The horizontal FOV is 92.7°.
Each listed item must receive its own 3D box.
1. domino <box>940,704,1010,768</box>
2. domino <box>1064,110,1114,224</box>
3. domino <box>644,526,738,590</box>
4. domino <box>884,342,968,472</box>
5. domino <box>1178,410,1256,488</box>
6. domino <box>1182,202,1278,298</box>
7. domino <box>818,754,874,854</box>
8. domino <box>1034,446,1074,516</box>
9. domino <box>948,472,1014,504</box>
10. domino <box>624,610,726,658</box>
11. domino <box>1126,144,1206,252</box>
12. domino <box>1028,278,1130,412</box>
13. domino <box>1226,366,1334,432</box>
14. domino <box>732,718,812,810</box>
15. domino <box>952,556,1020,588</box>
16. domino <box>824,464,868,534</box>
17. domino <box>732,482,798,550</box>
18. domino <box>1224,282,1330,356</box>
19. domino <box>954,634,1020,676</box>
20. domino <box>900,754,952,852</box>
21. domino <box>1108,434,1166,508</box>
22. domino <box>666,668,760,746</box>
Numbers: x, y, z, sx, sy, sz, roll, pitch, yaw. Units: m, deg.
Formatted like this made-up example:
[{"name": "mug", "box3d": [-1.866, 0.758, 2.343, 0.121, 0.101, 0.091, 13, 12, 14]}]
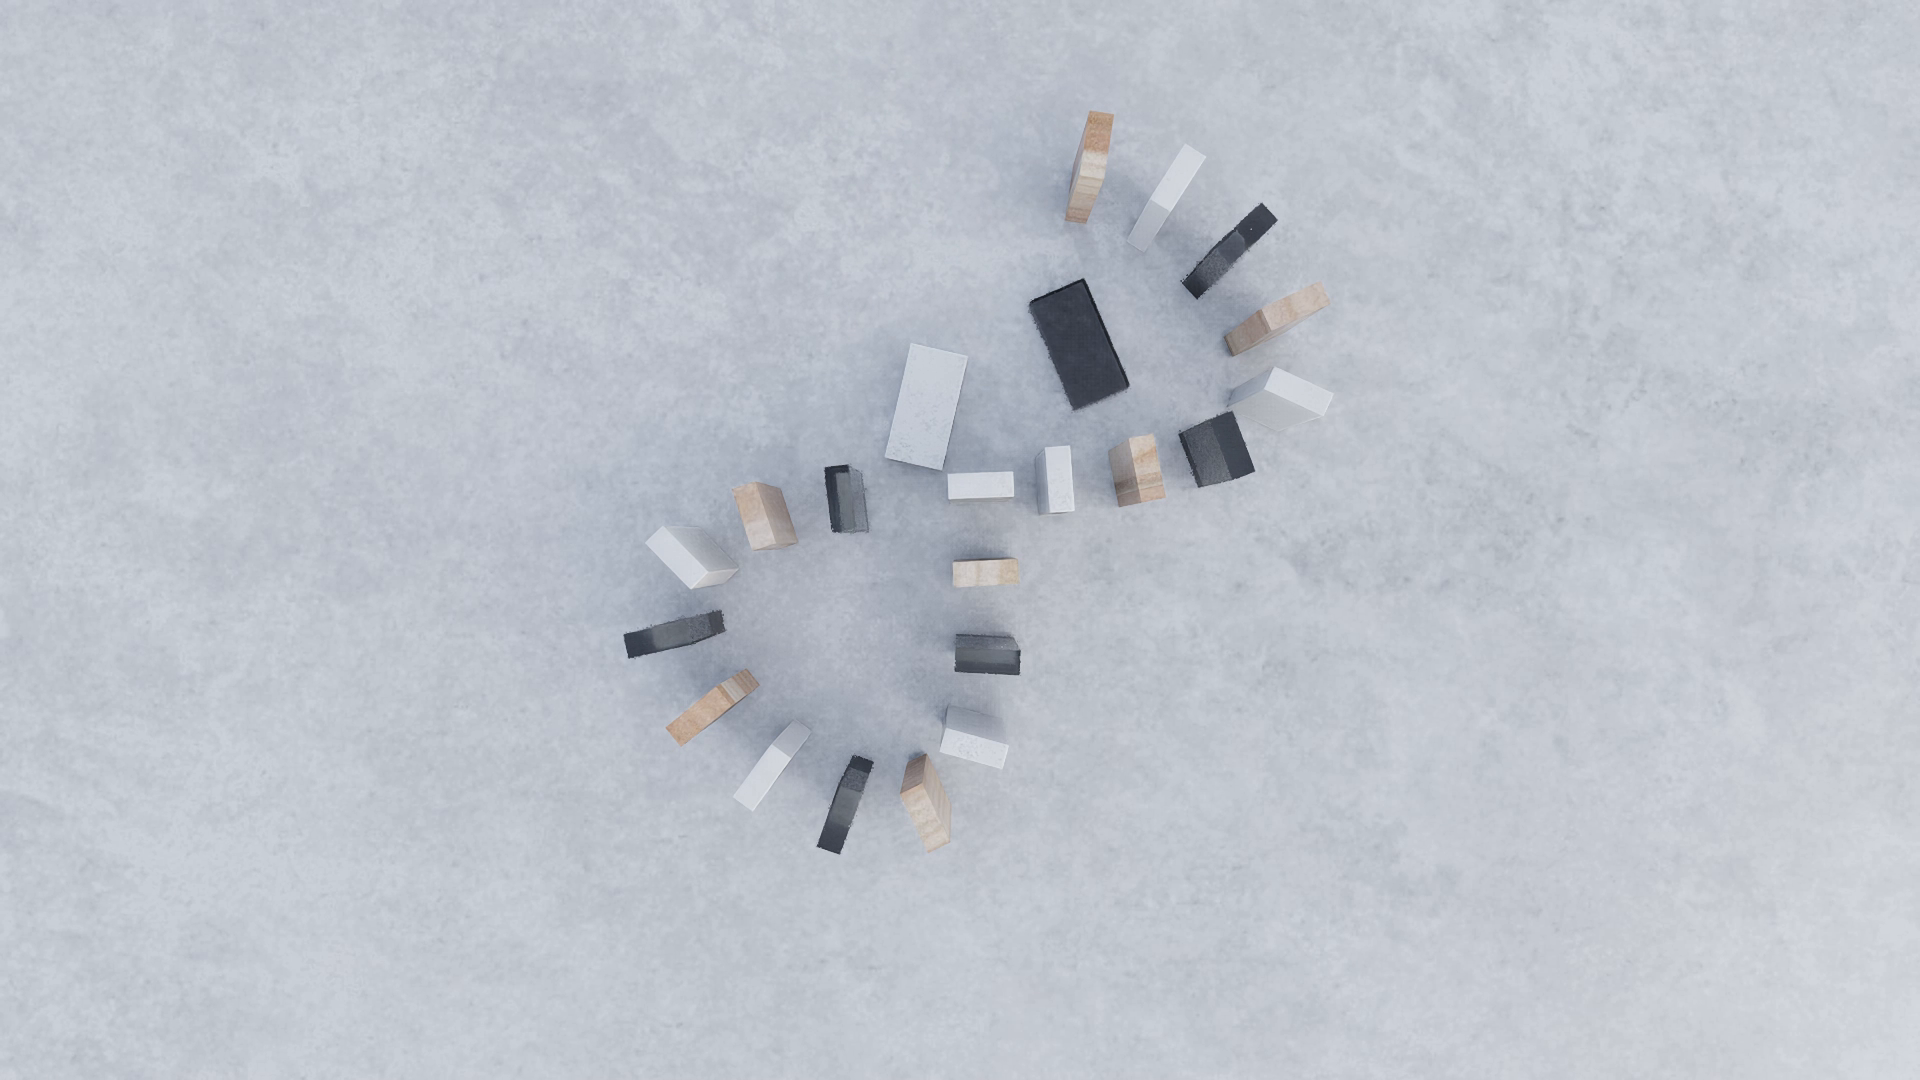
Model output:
[{"name": "domino", "box3d": [0.005, 0.080, 0.375, 0.025, 0.050, 0.010, 15, 90, 0]}, {"name": "domino", "box3d": [0.052, -0.151, 0.375, 0.009, 0.050, 0.025, 9, 90, 0]}, {"name": "domino", "box3d": [-0.108, 0.007, 0.375, 0.009, 0.050, 0.025, -44, 90, 0]}, {"name": "domino", "box3d": [-0.014, -0.057, 0.395, 0.025, 0.009, 0.050, 13, 90, 0]}, {"name": "domino", "box3d": [0.104, -0.036, 0.375, 0.009, 0.050, 0.025, -21, 90, 0]}, {"name": "domino", "box3d": [0.109, -0.117, 0.375, 0.025, 0.050, 0.009, -43, 90, 0]}, {"name": "domino", "box3d": [-0.046, 0.107, 0.375, 0.009, 0.050, 0.025, 19, 90, 0]}, {"name": "domino", "box3d": [0.038, -0.023, 0.375, 0.009, 0.050, 0.025, -4, 90, 0]}, {"name": "domino", "box3d": [0.008, -0.021, 0.375, 0.025, 0.050, 0.009, -2, 90, 0]}, {"name": "domino", "box3d": [-0.116, 0.038, 0.375, 0.025, 0.050, 0.009, -13, 90, 0]}, {"name": "domino", "box3d": [0.083, -0.139, 0.375, 0.009, 0.050, 0.025, 33, 90, 0]}, {"name": "domino", "box3d": [0.051, -0.084, 0.395, 0.025, 0.010, 0.050, -23, 90, 0]}, {"name": "domino", "box3d": [0.130, -0.057, 0.375, 0.025, 0.050, 0.010, 25, 90, 0]}, {"name": "domino", "box3d": [-0.076, 0.091, 0.375, 0.009, 0.050, 0.025, 36, 90, 0]}, {"name": "domino", "box3d": [0.010, 0.013, 0.375, 0.025, 0.050, 0.009, -3, 90, 0]}, {"name": "domino", "box3d": [-0.046, -0.016, 0.375, 0.009, 0.050, 0.025, -7, 90, 0]}, {"name": "domino", "box3d": [-0.079, -0.009, 0.375, 0.010, 0.050, 0.025, -18, 90, 0]}, {"name": "domino", "box3d": [0.128, -0.089, 0.375, 0.025, 0.050, 0.009, -25, 90, 0]}, {"name": "domino", "box3d": [0.011, 0.046, 0.375, 0.025, 0.050, 0.010, 3, 90, 0]}, {"name": "domino", "box3d": [-0.013, 0.106, 0.375, 0.010, 0.050, 0.025, -26, 90, 0]}, {"name": "domino", "box3d": [0.072, -0.027, 0.375, 0.009, 0.050, 0.025, -11, 90, 0]}, {"name": "domino", "box3d": [-0.100, 0.068, 0.375, 0.025, 0.050, 0.010, -39, 90, 0]}]
